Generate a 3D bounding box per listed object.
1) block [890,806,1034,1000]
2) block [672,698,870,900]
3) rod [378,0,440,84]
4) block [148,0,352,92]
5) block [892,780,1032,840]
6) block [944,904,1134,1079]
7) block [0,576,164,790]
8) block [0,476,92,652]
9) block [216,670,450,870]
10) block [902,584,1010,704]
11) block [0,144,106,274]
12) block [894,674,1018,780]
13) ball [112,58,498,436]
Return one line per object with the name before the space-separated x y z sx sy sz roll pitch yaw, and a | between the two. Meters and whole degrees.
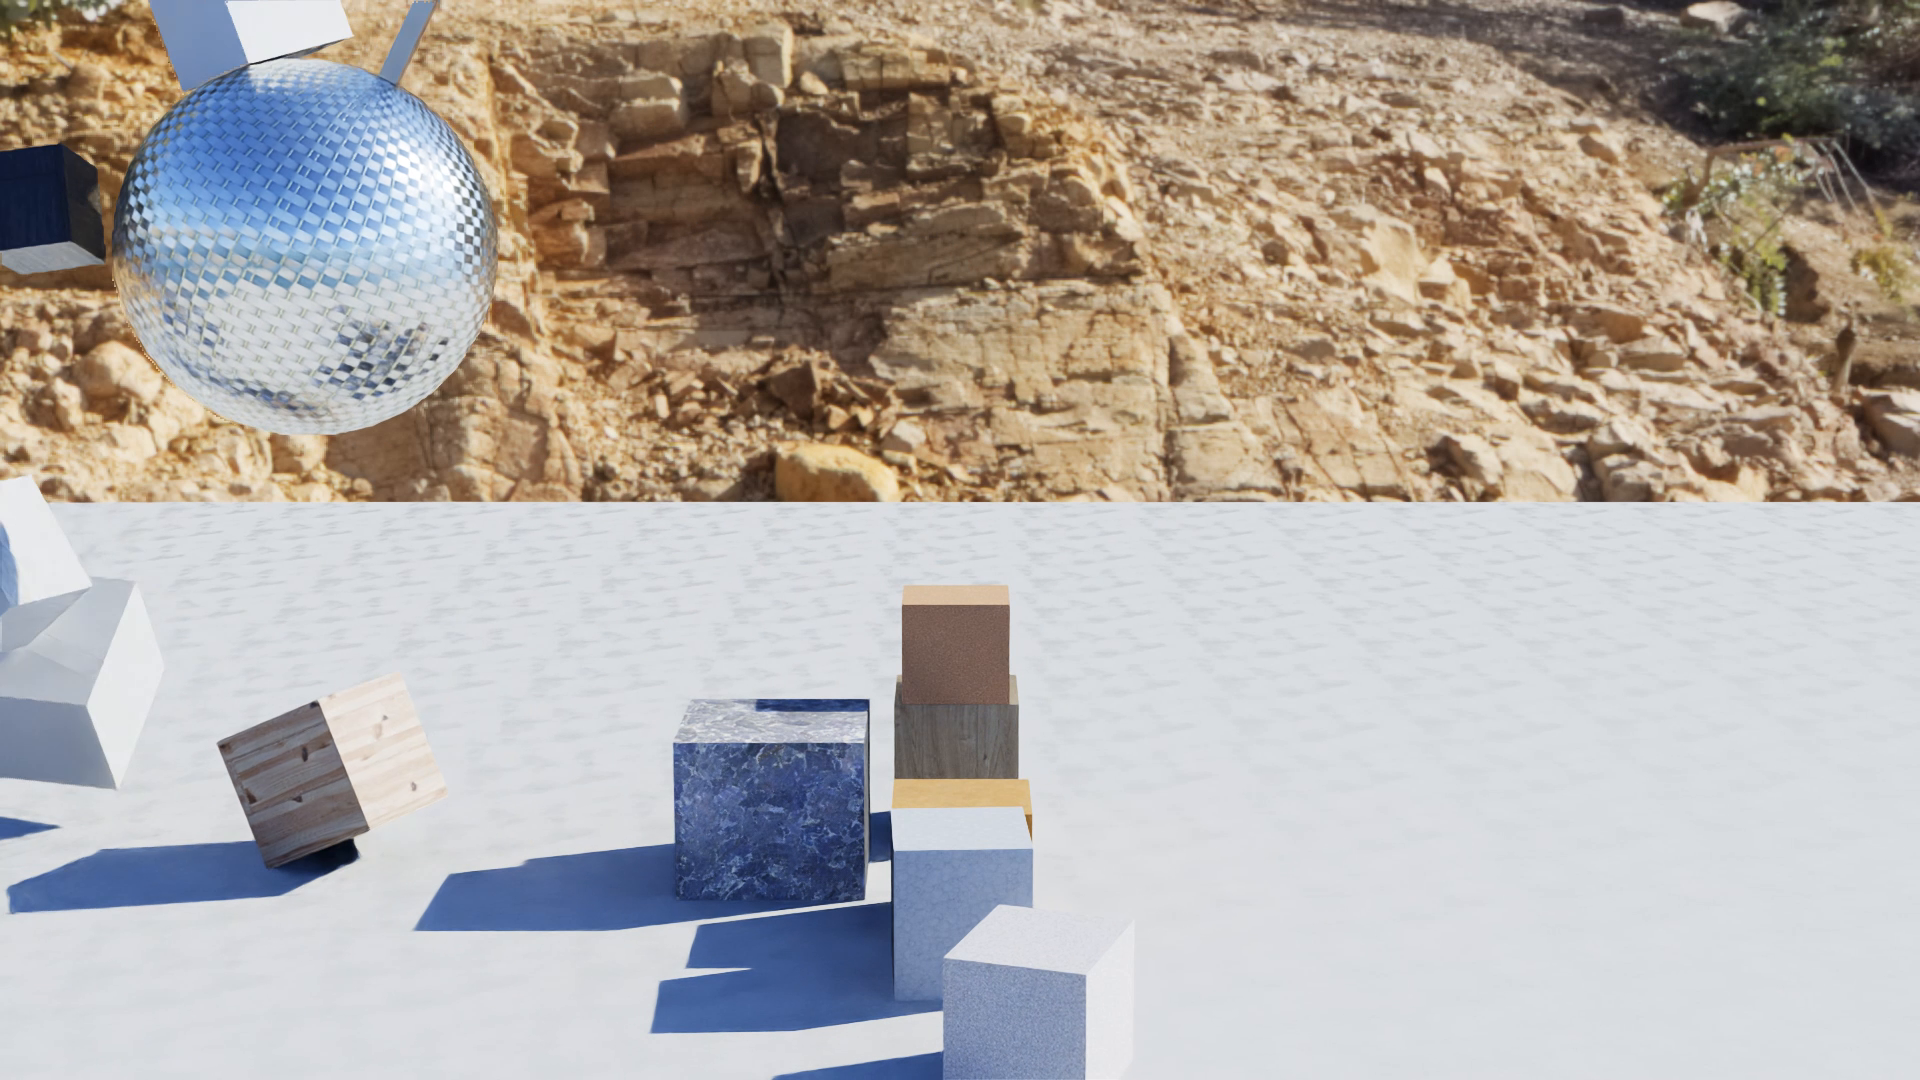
block | 0.000 1.420 10.083 0.531 0.598 0.567 -1 10 -3
block | -0.816 1.137 11.360 0.813 0.699 0.779 0 10 0
rod | -1.205 -4.207 10.415 0.080 5.200 0.080 27 9 -5
block | -3.075 -2.284 11.091 0.535 0.471 0.557 -8 15 43
block | 0.006 1.333 10.720 0.574 0.542 0.533 0 10 0
block | 0.283 1.651 9.004 0.509 0.531 0.604 4 11 19
block | -4.255 0.659 12.165 0.626 0.675 0.736 6 50 2
block | -4.372 0.138 11.545 0.567 0.591 0.460 -35 -7 30
block | -2.825 1.036 11.585 0.622 0.618 0.599 -22 0 26
block | -0.019 0.481 11.880 0.490 0.464 0.454 0 10 0
block | -3.943 -1.415 11.007 0.377 0.425 0.426 -8 -6 0
block | -0.016 1.027 12.044 0.570 0.670 0.590 0 10 0
ball | -2.782 -1.243 10.954 1.600 1.600 1.600 0 10 0
